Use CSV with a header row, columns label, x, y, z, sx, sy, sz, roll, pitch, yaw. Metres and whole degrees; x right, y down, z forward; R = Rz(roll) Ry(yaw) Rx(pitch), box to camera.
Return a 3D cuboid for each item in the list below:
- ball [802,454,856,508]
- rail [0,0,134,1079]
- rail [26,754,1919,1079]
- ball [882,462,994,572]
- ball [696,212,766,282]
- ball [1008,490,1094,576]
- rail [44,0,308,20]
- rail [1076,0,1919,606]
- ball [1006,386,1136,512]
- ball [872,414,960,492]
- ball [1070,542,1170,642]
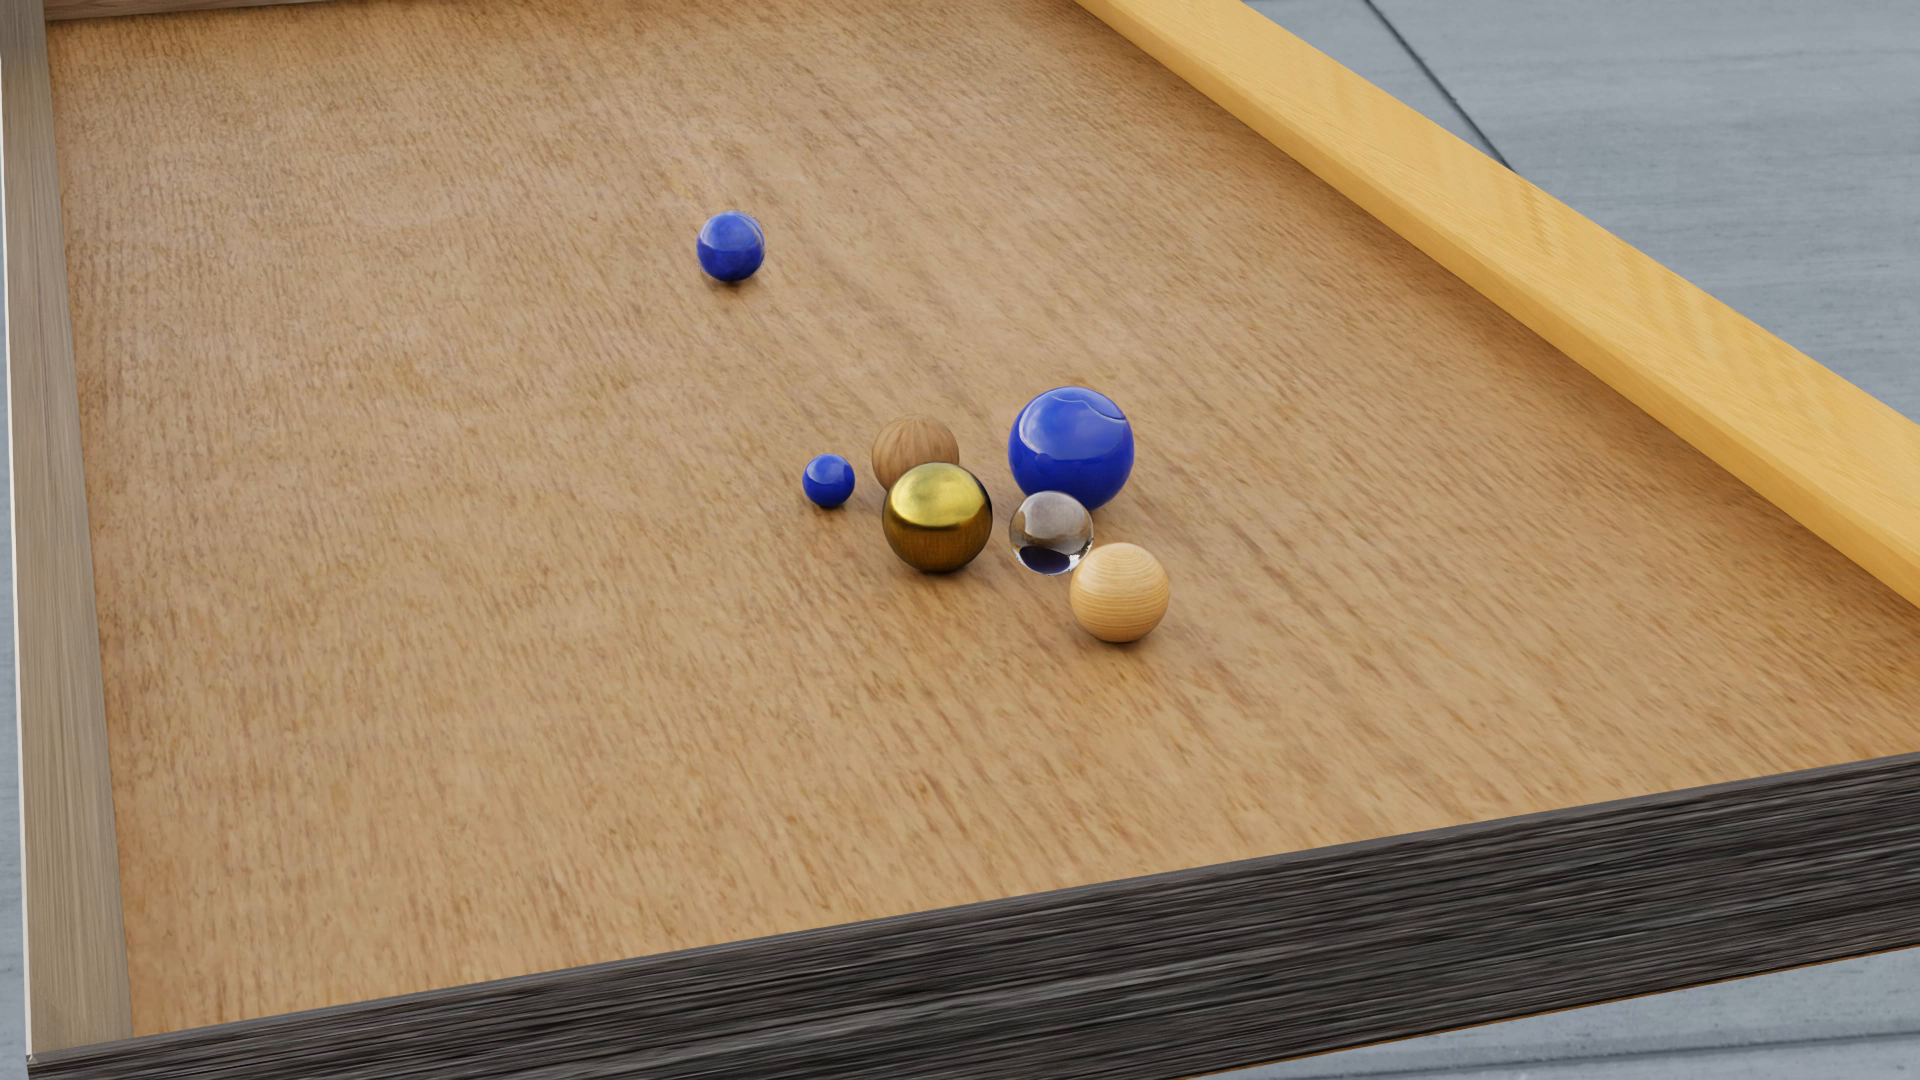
label,x,y,z,sx,sy,sz,roll,pitch,yaw
ball,-0.100,-0.046,2.246,0.041,0.041,0.041,0,24,0
rail,-0.774,-0.199,2.479,0.045,0.126,2.504,-7,25,-15
rail,0.176,0.211,1.574,1.283,0.126,0.045,-7,25,-15
ball,-0.016,-0.017,2.134,0.081,0.081,0.081,0,24,0
ball,-0.212,-0.271,2.714,0.065,0.065,0.065,0,24,0
ball,0.066,-0.006,2.132,0.062,0.062,0.062,0,24,0
rail,-0.542,-0.758,3.714,1.283,0.126,0.045,-7,25,-15
rail,0.408,-0.348,2.808,0.045,0.126,2.504,-7,25,-15
ball,0.084,-0.068,2.227,0.097,0.097,0.097,0,24,0
ball,-0.034,-0.063,2.252,0.068,0.068,0.068,0,24,0
ball,0.110,0.036,2.031,0.070,0.070,0.070,0,24,0
